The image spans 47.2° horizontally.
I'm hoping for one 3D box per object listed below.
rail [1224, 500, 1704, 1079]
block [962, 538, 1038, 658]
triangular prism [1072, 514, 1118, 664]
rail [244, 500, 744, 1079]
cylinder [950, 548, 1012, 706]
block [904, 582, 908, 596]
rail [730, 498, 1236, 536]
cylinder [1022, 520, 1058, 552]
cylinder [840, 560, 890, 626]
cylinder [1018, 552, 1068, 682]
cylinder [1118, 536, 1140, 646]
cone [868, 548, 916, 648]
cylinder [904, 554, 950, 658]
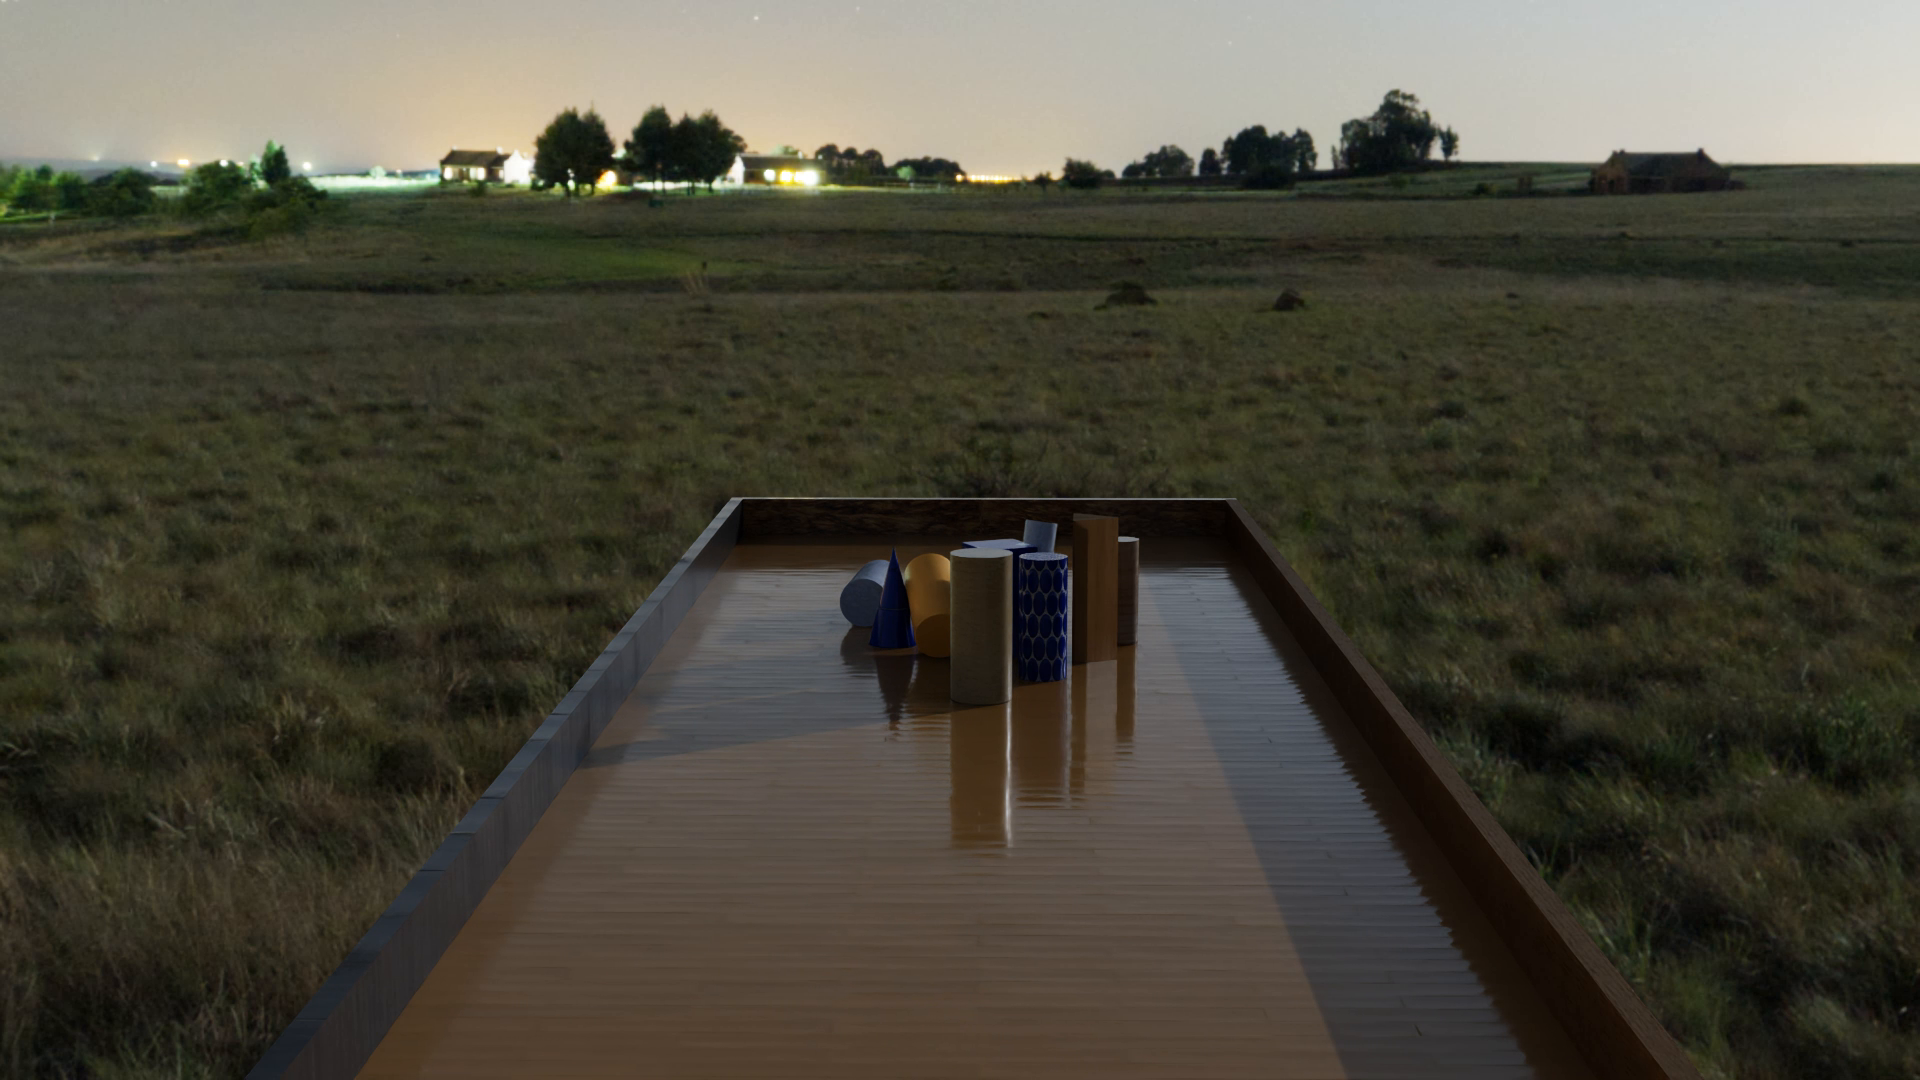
[{"bbox_3d":[1.046,0.843,3.208,0.050,0.150,12.000,0,9,1],"label":"rail"},{"bbox_3d":[0.122,0.182,6.774,0.174,0.341,0.174,-4,10,-25],"label":"block"},{"bbox_3d":[0.381,0.144,6.704,0.155,0.438,0.134,-4,10,-26],"label":"triangular prism"},{"bbox_3d":[-1.004,0.839,3.234,0.050,0.150,12.000,0,9,1],"label":"rail"},{"bbox_3d":[0.060,0.241,6.156,0.175,0.416,0.175,0,9,0],"label":"cylinder"},{"bbox_3d":[-0.092,0.222,7.217,0.123,0.123,0.400,-2,9,-10],"label":"block"},{"bbox_3d":[0.099,-0.098,9.147,2.100,0.150,0.050,0,9,1],"label":"rail"},{"bbox_3d":[0.231,0.129,6.946,0.101,0.378,0.101,8,1,0],"label":"cylinder"},{"bbox_3d":[-0.295,0.176,7.386,0.161,0.161,0.383,1,9,6],"label":"cylinder"},{"bbox_3d":[0.243,0.225,6.443,0.143,0.359,0.143,0,9,0],"label":"cylinder"},{"bbox_3d":[0.511,0.161,6.936,0.104,0.331,0.104,0,9,0],"label":"cylinder"},{"bbox_3d":[-0.208,0.173,6.922,0.164,0.312,0.164,0,9,0],"label":"cone"},{"bbox_3d":[-0.078,0.201,6.841,0.160,0.160,0.349,-1,32,-7],"label":"cylinder"}]
